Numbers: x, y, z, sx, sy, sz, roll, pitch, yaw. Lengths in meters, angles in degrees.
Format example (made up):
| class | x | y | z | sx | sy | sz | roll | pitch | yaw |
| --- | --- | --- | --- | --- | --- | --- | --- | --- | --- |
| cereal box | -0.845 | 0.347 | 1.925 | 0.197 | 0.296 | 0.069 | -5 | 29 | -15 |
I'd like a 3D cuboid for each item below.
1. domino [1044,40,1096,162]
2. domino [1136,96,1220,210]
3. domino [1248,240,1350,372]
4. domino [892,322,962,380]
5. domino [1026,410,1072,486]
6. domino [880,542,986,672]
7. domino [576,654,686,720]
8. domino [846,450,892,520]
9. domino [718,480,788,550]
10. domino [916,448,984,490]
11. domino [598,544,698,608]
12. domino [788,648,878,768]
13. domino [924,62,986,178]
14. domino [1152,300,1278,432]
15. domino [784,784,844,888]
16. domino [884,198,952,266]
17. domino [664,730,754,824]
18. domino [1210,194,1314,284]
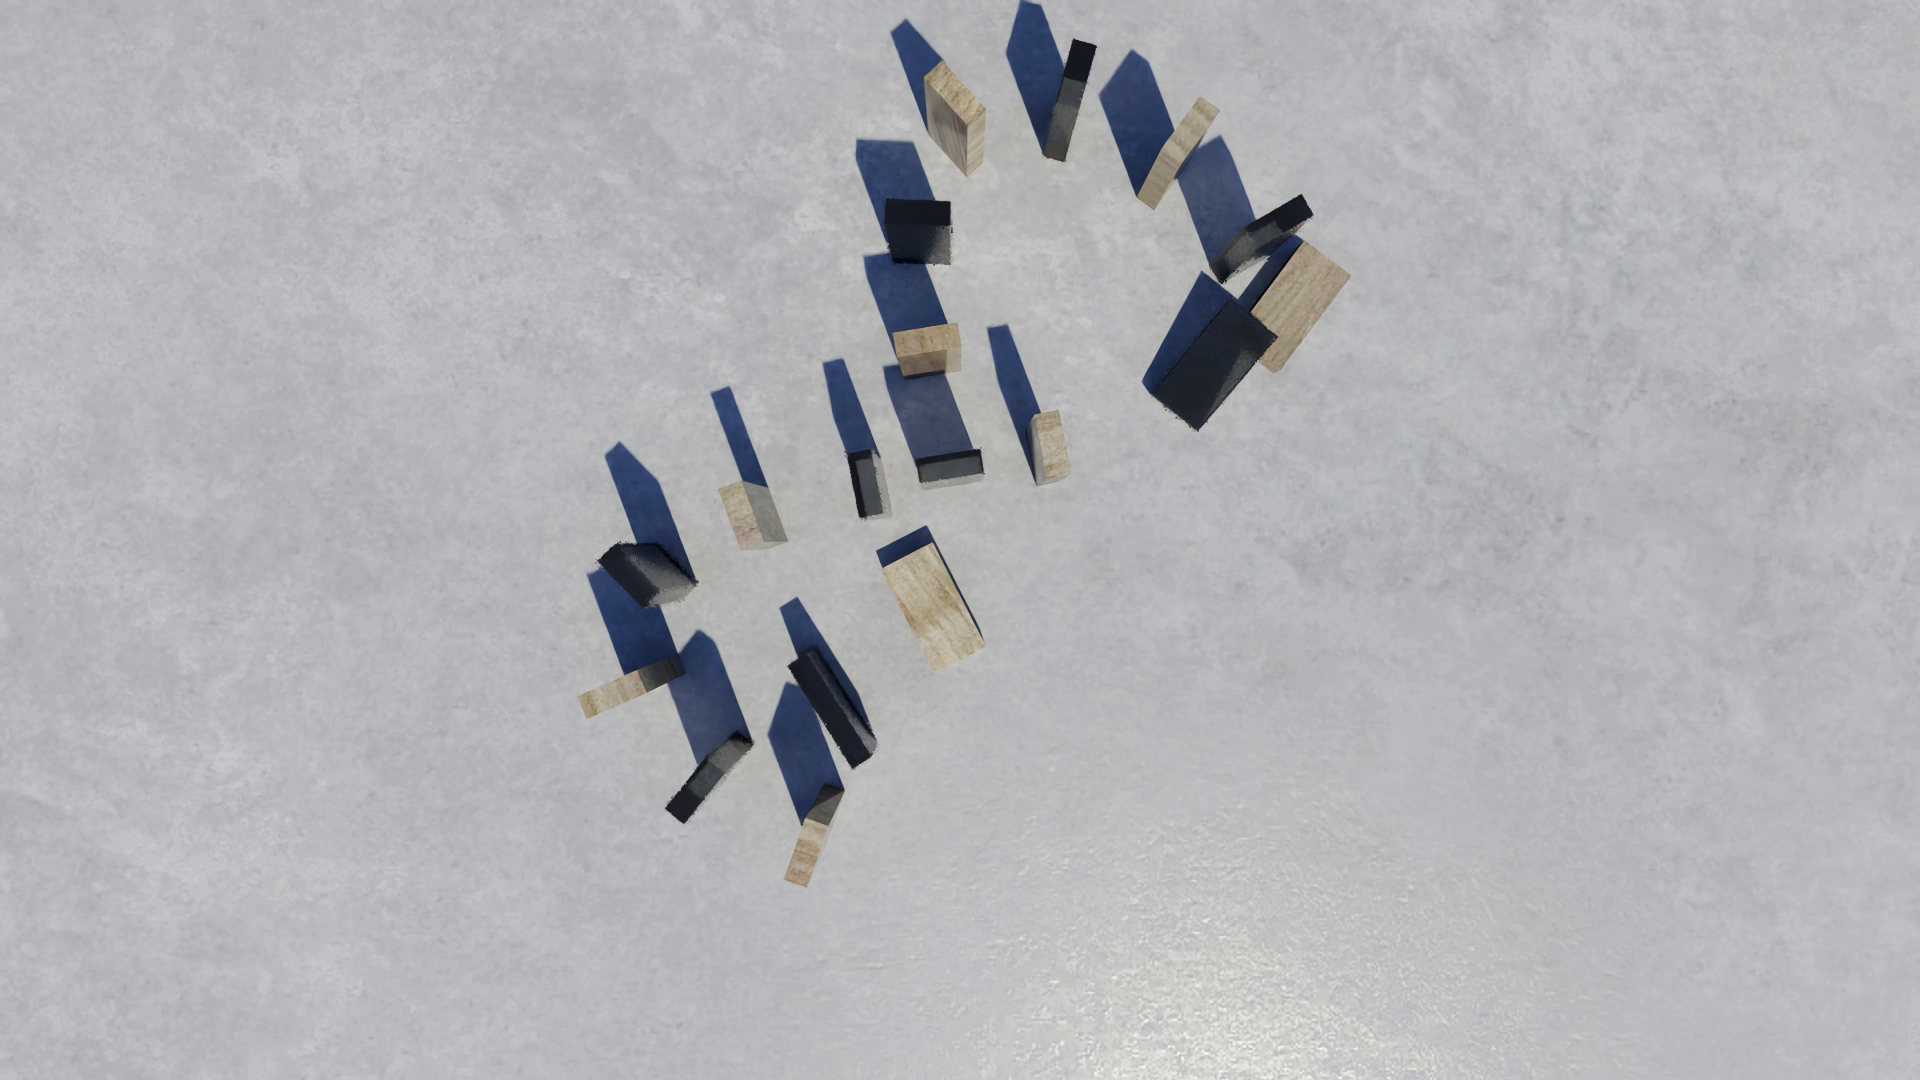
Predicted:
| class | x | y | z | sx | sy | sz | roll | pitch | yaw |
| --- | --- | --- | --- | --- | --- | --- | --- | --- | --- |
| domino | 0.044 | -0.178 | 0.375 | 0.009 | 0.050 | 0.025 | 16 | 90 | 0 |
| domino | 0.088 | -0.157 | 0.375 | 0.009 | 0.050 | 0.025 | 36 | 90 | 0 |
| domino | 0.142 | -0.100 | 0.395 | 0.025 | 0.010 | 0.050 | 37 | 90 | 0 |
| domino | -0.013 | -0.076 | 0.375 | 0.025 | 0.050 | 0.009 | -9 | 90 | 0 |
| domino | 0.036 | -0.037 | 0.375 | 0.009 | 0.050 | 0.025 | -12 | 90 | 0 |
| domino | -0.011 | 0.029 | 0.395 | 0.025 | 0.010 | 0.050 | -27 | 90 | 0 |
| domino | -0.133 | 0.059 | 0.375 | 0.025 | 0.050 | 0.010 | -24 | 90 | 0 |
| domino | -0.036 | -0.022 | 0.375 | 0.010 | 0.050 | 0.025 | -11 | 90 | 0 |
| domino | -0.084 | -0.009 | 0.375 | 0.009 | 0.050 | 0.025 | -20 | 90 | 0 |
| domino | -0.004 | -0.028 | 0.375 | 0.025 | 0.050 | 0.009 | -9 | 90 | 0 |
| domino | -0.127 | 0.014 | 0.375 | 0.010 | 0.050 | 0.025 | -44 | 90 | 0 |
| domino | -0.053 | 0.070 | 0.388 | 0.009 | 0.025 | 0.050 | -32 | 90 | 0 |
| domino | -0.002 | -0.171 | 0.375 | 0.010 | 0.050 | 0.025 | -42 | 90 | 0 |
| domino | 0.108 | -0.074 | 0.390 | 0.025 | 0.009 | 0.050 | 39 | 103 | 0 |
| domino | -0.059 | 0.120 | 0.375 | 0.009 | 0.050 | 0.025 | 19 | 90 | 0 |
| domino | -0.016 | -0.125 | 0.375 | 0.025 | 0.050 | 0.010 | 2 | 90 | 0 |
| domino | -0.101 | 0.096 | 0.375 | 0.009 | 0.050 | 0.025 | 39 | 90 | 0 |
| domino | 0.122 | -0.122 | 0.375 | 0.025 | 0.050 | 0.009 | -30 | 90 | 0 |
